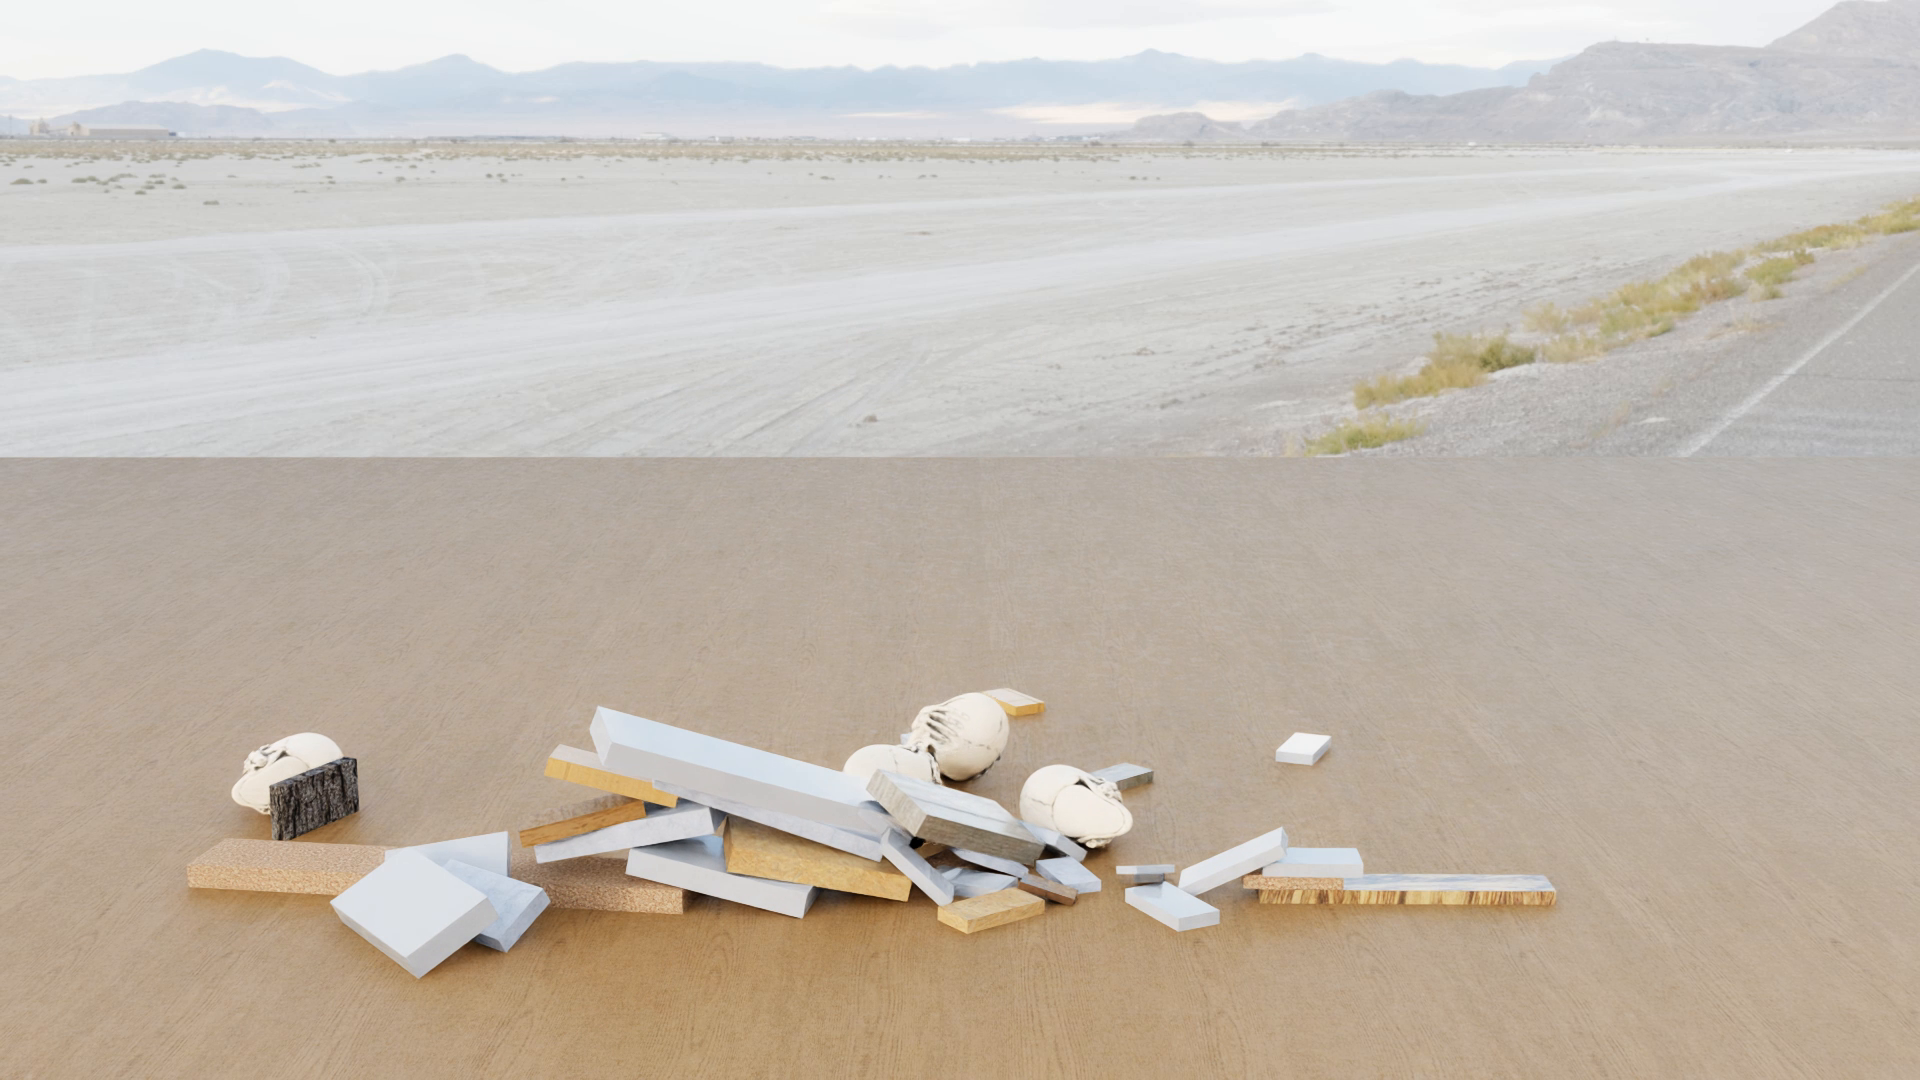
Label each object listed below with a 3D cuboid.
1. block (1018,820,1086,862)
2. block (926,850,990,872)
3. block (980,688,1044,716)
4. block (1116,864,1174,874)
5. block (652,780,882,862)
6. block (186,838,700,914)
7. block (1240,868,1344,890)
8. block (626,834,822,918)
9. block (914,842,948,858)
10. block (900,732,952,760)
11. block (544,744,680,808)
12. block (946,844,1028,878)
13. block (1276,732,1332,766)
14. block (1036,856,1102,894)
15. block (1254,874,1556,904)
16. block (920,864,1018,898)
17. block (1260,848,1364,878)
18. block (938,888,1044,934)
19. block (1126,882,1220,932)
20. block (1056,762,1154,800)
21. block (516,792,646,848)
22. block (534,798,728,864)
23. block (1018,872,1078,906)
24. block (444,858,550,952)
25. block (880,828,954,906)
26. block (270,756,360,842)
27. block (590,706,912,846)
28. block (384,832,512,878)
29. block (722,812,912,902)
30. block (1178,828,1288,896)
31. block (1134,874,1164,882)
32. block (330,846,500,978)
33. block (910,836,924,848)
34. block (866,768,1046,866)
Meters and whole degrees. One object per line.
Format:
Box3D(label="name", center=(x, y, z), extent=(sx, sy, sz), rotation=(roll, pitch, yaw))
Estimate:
Box3D(label="block", center=(0.137, 0.522, 3.857), extent=(0.163, 0.023, 0.081), rotation=(11, -19, 47))
Box3D(label="block", center=(0.031, 0.549, 3.828), extent=(0.081, 0.023, 0.179), rotation=(8, 13, 37))
Box3D(label="block", center=(0.114, 0.357, 4.863), extent=(0.075, 0.021, 0.150), rotation=(-6, 12, -31))
Box3D(label="block", center=(0.315, 0.558, 3.725), extent=(0.094, 0.013, 0.047), rotation=(6, -10, -41))
Box3D(label="block", center=(-0.316, 0.439, 3.642), extent=(0.396, 0.031, 0.109), rotation=(20, 11, -12))
Box3D(label="block", center=(-0.864, 0.564, 3.701), extent=(0.858, 0.040, 0.141), rotation=(2, 11, 9))
Box3D(label="block", center=(0.551, 0.556, 3.660), extent=(0.164, 0.023, 0.082), rotation=(0, 11, 2))
Box3D(label="block", center=(-0.383, 0.544, 3.638), extent=(0.301, 0.043, 0.151), rotation=(13, 12, 7))
Box3D(label="block", center=(-0.054, 0.537, 3.809), extent=(0.073, 0.021, 0.146), rotation=(-28, -9, 38))
Box3D(label="block", center=(-0.070, 0.422, 4.521), extent=(0.066, 0.019, 0.131), rotation=(-4, 11, -19))
Box3D(label="block", center=(-0.569, 0.390, 3.641), extent=(0.219, 0.031, 0.109), rotation=(15, 5, -2))
Box3D(label="block", center=(0.046, 0.540, 3.737), extent=(0.131, 0.019, 0.066), rotation=(22, 1, -28))
Box3D(label="block", center=(0.702, 0.426, 4.493), extent=(0.075, 0.021, 0.150), rotation=(5, 11, 23))
Box3D(label="block", center=(0.183, 0.569, 3.730), extent=(0.066, 0.019, 0.131), rotation=(-4, 11, -19))
Box3D(label="block", center=(0.737, 0.580, 3.658), extent=(0.485, 0.023, 0.082), rotation=(0, 11, 1))
Box3D(label="block", center=(0.016, 0.576, 3.688), extent=(0.146, 0.021, 0.073), rotation=(5, 12, 26))
Box3D(label="block", center=(0.581, 0.535, 3.649), extent=(0.164, 0.023, 0.082), rotation=(0, 11, 2))
Box3D(label="block", center=(0.051, 0.599, 3.560), extent=(0.158, 0.022, 0.079), rotation=(-8, 13, -36))
Box3D(label="block", center=(0.345, 0.596, 3.578), extent=(0.079, 0.022, 0.158), rotation=(-6, 12, -28))
Box3D(label="block", center=(0.283, 0.468, 4.266), extent=(0.193, 0.021, 0.075), rotation=(-10, 14, -42))
Box3D(label="block", center=(-0.624, 0.456, 3.618), extent=(0.203, 0.029, 0.102), rotation=(-13, 8, -12))
Box3D(label="block", center=(-0.543, 0.470, 3.661), extent=(0.301, 0.043, 0.151), rotation=(-11, 8, 7))
Box3D(label="block", center=(0.146, 0.578, 3.635), extent=(0.094, 0.013, 0.047), rotation=(17, 13, 8))
Box3D(label="block", center=(-0.766, 0.579, 3.491), extent=(0.219, 0.031, 0.109), rotation=(9, 45, 36))
Box3D(label="block", center=(-0.071, 0.541, 3.618), extent=(0.146, 0.021, 0.073), rotation=(43, 9, -6))
Box3D(label="block", center=(-1.179, 0.473, 4.022), extent=(0.029, 0.102, 0.203), rotation=(5, 12, 24))
Box3D(label="block", center=(-0.338, 0.391, 3.632), extent=(0.543, 0.043, 0.151), rotation=(18, 12, -22))
Box3D(label="block", center=(-0.843, 0.544, 3.618), extent=(0.203, 0.029, 0.102), rotation=(-9, 44, -2))
Box3D(label="block", center=(-0.238, 0.526, 3.651), extent=(0.301, 0.043, 0.151), rotation=(11, 13, -12))
Box3D(label="block", center=(0.453, 0.536, 3.645), extent=(0.188, 0.022, 0.079), rotation=(-27, 8, 16))
Box3D(label="block", center=(0.317, 0.565, 3.681), extent=(0.047, 0.013, 0.094), rotation=(-2, -8, 8))
Box3D(label="block", center=(-0.856, 0.579, 3.442), extent=(0.151, 0.043, 0.301), rotation=(-37, 28, -27))
Box3D(label="block", center=(-0.135, 0.523, 3.807), extent=(0.163, 0.081, 0.023), rotation=(-7, 42, -32))
Box3D(label="block", center=(-0.006, 0.472, 3.734), extent=(0.301, 0.043, 0.151), rotation=(22, 11, -44))
